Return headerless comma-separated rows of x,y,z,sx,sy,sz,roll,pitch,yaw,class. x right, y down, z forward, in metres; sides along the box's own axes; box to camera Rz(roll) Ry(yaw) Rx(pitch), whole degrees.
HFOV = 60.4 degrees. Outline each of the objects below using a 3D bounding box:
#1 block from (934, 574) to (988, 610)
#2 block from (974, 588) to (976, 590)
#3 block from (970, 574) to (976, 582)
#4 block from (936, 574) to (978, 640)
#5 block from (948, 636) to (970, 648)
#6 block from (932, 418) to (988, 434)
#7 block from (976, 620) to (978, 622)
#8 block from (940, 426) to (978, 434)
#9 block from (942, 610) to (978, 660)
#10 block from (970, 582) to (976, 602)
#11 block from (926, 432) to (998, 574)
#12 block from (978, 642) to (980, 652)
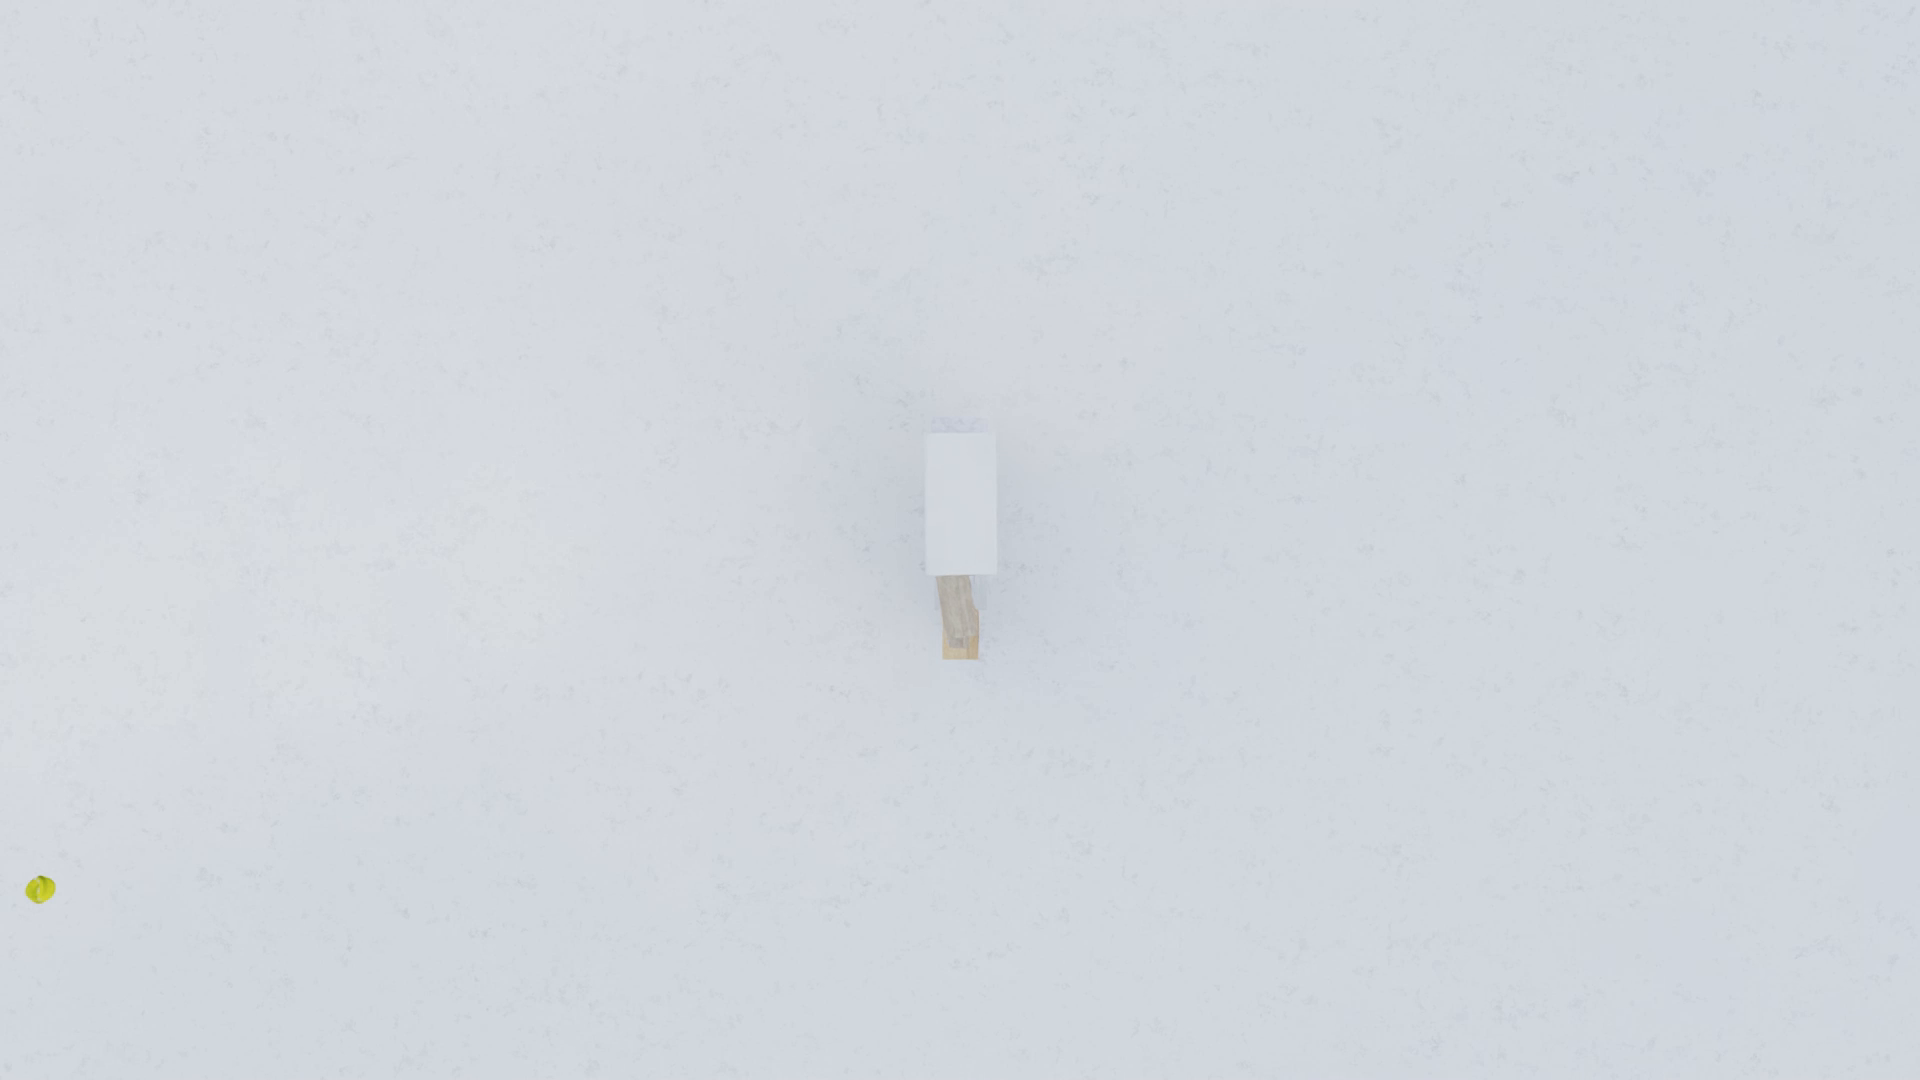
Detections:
0.004,0.050,4.772,0.152,0.043,0.303,0,90,0,block
0.004,0.148,4.681,0.068,0.136,0.019,6,92,4,block
-0.005,0.108,4.506,0.088,0.176,0.025,-8,89,3,block
-0.007,0.171,4.405,0.088,0.025,0.176,-9,90,2,block
-0.003,0.270,5.099,0.065,0.018,0.130,1,90,0,block
0.001,-0.203,5.122,0.176,0.050,0.353,0,90,0,block
0.003,0.233,4.755,0.088,0.670,0.025,-1,89,0,block
-0.003,-0.222,4.850,0.115,0.033,0.230,0,90,0,block
0.002,0.265,5.254,0.115,0.033,0.230,0,90,0,block
0.005,0.104,4.603,0.068,0.019,0.136,-3,89,3,block
0.003,-0.090,4.136,0.176,0.050,0.353,-1,90,0,block
0.003,0.342,5.385,0.115,0.229,0.033,0,90,0,block
